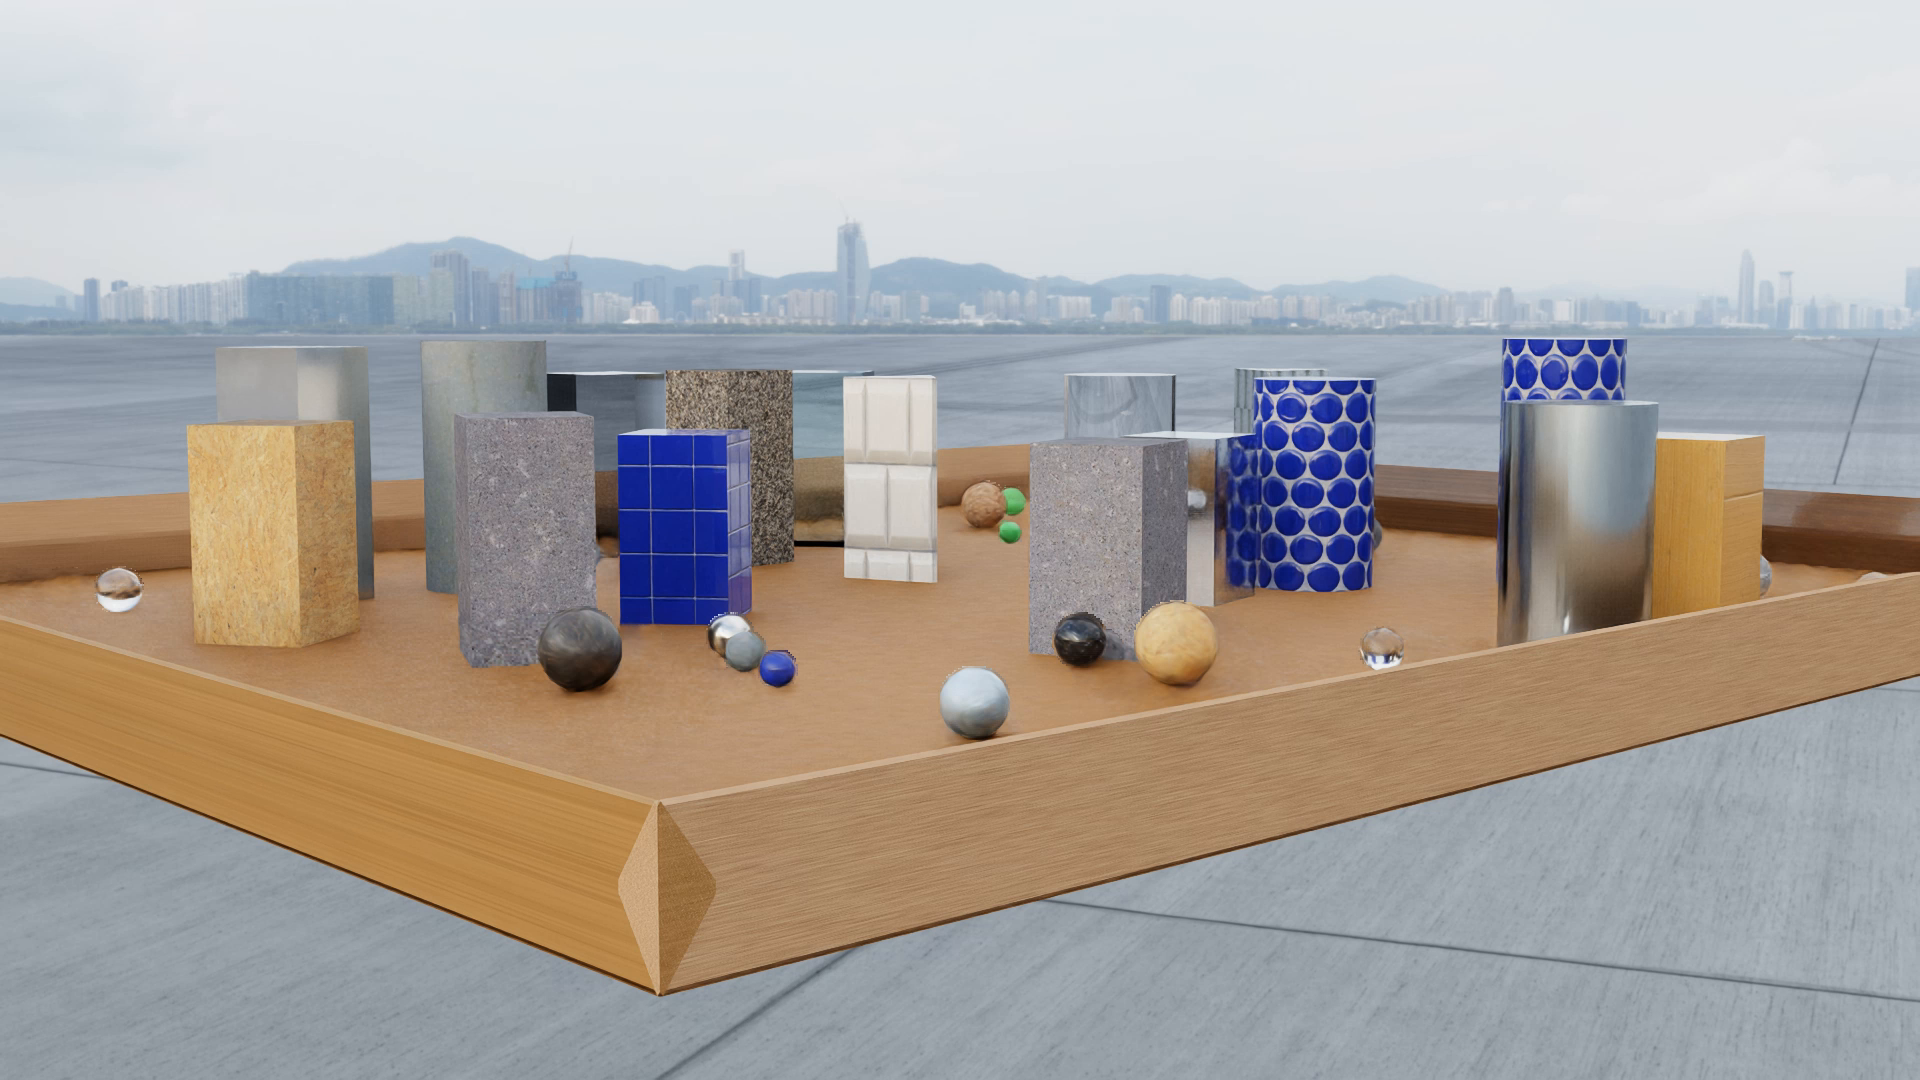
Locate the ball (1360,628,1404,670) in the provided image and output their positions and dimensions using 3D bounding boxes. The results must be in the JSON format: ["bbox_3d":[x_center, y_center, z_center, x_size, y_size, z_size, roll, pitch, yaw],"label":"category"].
[{"bbox_3d":[0.523,0.136,2.721,0.053,0.053,0.053,0,6,0],"label":"ball"}]

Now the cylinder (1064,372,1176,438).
[{"bbox_3d":[0.280,-0.124,3.860,0.196,0.332,0.196,0,6,0],"label":"cylinder"}]

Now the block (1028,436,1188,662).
[{"bbox_3d":[0.196,0.008,2.883,0.157,0.274,0.157,3,7,27],"label":"block"}]

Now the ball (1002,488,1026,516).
[{"bbox_3d":[0.112,-0.084,4.782,0.061,0.061,0.061,0,6,0],"label":"ball"}]

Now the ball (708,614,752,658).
[{"bbox_3d":[-0.294,0.124,2.817,0.057,0.057,0.057,0,6,0],"label":"ball"}]

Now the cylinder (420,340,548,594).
[{"bbox_3d":[-0.760,-0.121,3.530,0.196,0.396,0.196,0,6,0],"label":"cylinder"}]

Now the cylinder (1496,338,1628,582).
[{"bbox_3d":[0.982,-0.129,3.593,0.196,0.398,0.196,0,6,0],"label":"cylinder"}]

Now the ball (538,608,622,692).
[{"bbox_3d":[-0.445,0.129,2.575,0.097,0.097,0.097,0,6,0],"label":"ball"}]

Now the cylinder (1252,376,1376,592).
[{"bbox_3d":[0.572,-0.094,3.566,0.196,0.334,0.196,0,6,0],"label":"cylinder"}]

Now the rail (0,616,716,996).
[{"bbox_3d":[-1.045,0.133,2.373,0.045,0.128,2.557,-5,8,-42],"label":"rail"}]

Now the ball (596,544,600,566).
[{"bbox_3d":[-0.643,0.024,3.744,0.062,0.062,0.062,0,6,0],"label":"ball"}]

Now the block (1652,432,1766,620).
[{"bbox_3d":[1.015,-0.010,3.074,0.157,0.270,0.157,5,8,38],"label":"block"}]

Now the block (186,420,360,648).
[{"bbox_3d":[-0.931,-0.013,2.990,0.157,0.293,0.157,1,6,13],"label":"block"}]

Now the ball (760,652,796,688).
[{"bbox_3d":[-0.216,0.153,2.604,0.043,0.043,0.043,0,6,0],"label":"ball"}]

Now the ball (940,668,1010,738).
[{"bbox_3d":[0.015,0.170,2.292,0.074,0.074,0.074,0,6,0],"label":"ball"}]

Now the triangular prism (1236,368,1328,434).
[{"bbox_3d":[0.561,-0.144,4.031,0.170,0.337,0.147,-6,8,-43],"label":"triangular prism"}]

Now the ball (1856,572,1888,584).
[{"bbox_3d":[1.366,0.076,3.284,0.055,0.055,0.055,0,6,0],"label":"ball"}]

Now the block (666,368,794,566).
[{"bbox_3d":[-0.406,-0.130,3.882,0.157,0.339,0.157,5,8,40],"label":"block"}]

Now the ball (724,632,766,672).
[{"bbox_3d":[-0.266,0.138,2.716,0.050,0.050,0.050,0,6,0],"label":"ball"}]

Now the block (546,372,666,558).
[{"bbox_3d":[-0.651,-0.141,4.039,0.157,0.330,0.157,-6,8,-44],"label":"block"}]

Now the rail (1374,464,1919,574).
[{"bbox_3d":[1.045,-0.067,4.291,0.045,0.128,2.557,-5,8,-42],"label":"rail"}]

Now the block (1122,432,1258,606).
[{"bbox_3d":[0.354,-0.036,3.404,0.157,0.253,0.157,4,7,31],"label":"block"}]

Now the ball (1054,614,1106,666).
[{"bbox_3d":[0.150,0.126,2.757,0.065,0.065,0.065,0,6,0],"label":"ball"}]

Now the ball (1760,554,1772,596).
[{"bbox_3d":[1.204,0.055,3.371,0.078,0.078,0.078,0,6,0],"label":"ball"}]

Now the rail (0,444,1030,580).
[{"bbox_3d":[-0.851,-0.063,4.249,2.890,0.128,0.045,-5,8,-42],"label":"rail"}]

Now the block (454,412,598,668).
[{"bbox_3d":[-0.559,-0.005,2.828,0.157,0.311,0.157,-2,6,-18],"label":"block"}]

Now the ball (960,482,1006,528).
[{"bbox_3d":[0.049,-0.070,4.495,0.094,0.094,0.094,0,6,0],"label":"ball"}]

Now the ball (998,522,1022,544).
[{"bbox_3d":[0.096,-0.015,4.207,0.043,0.043,0.043,0,6,0],"label":"ball"}]

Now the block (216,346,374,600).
[{"bbox_3d":[-1.014,-0.100,3.359,0.157,0.389,0.157,3,7,25],"label":"block"}]

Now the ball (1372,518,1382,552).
[{"bbox_3d":[0.737,-0.011,4.025,0.073,0.073,0.073,0,6,0],"label":"ball"}]

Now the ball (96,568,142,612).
[{"bbox_3d":[-1.242,0.075,3.247,0.065,0.065,0.065,0,6,0],"label":"ball"}]

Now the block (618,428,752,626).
[{"bbox_3d":[-0.397,-0.022,3.189,0.157,0.269,0.157,1,6,7],"label":"block"}]

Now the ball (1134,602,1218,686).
[{"bbox_3d":[0.258,0.124,2.618,0.098,0.098,0.098,0,6,0],"label":"ball"}]

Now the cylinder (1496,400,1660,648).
[{"bbox_3d":[0.809,-0.018,2.885,0.196,0.325,0.196,0,6,0],"label":"cylinder"}]

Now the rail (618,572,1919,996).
[{"bbox_3d":[0.851,0.129,2.415,2.890,0.128,0.045,-5,8,-42],"label":"rail"}]

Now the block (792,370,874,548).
[{"bbox_3d":[-0.253,-0.158,4.208,0.157,0.328,0.157,1,6,7],"label":"block"}]

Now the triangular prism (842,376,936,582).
[{"bbox_3d":[-0.086,-0.107,3.691,0.170,0.334,0.147,3,7,25],"label":"triangular prism"}]
